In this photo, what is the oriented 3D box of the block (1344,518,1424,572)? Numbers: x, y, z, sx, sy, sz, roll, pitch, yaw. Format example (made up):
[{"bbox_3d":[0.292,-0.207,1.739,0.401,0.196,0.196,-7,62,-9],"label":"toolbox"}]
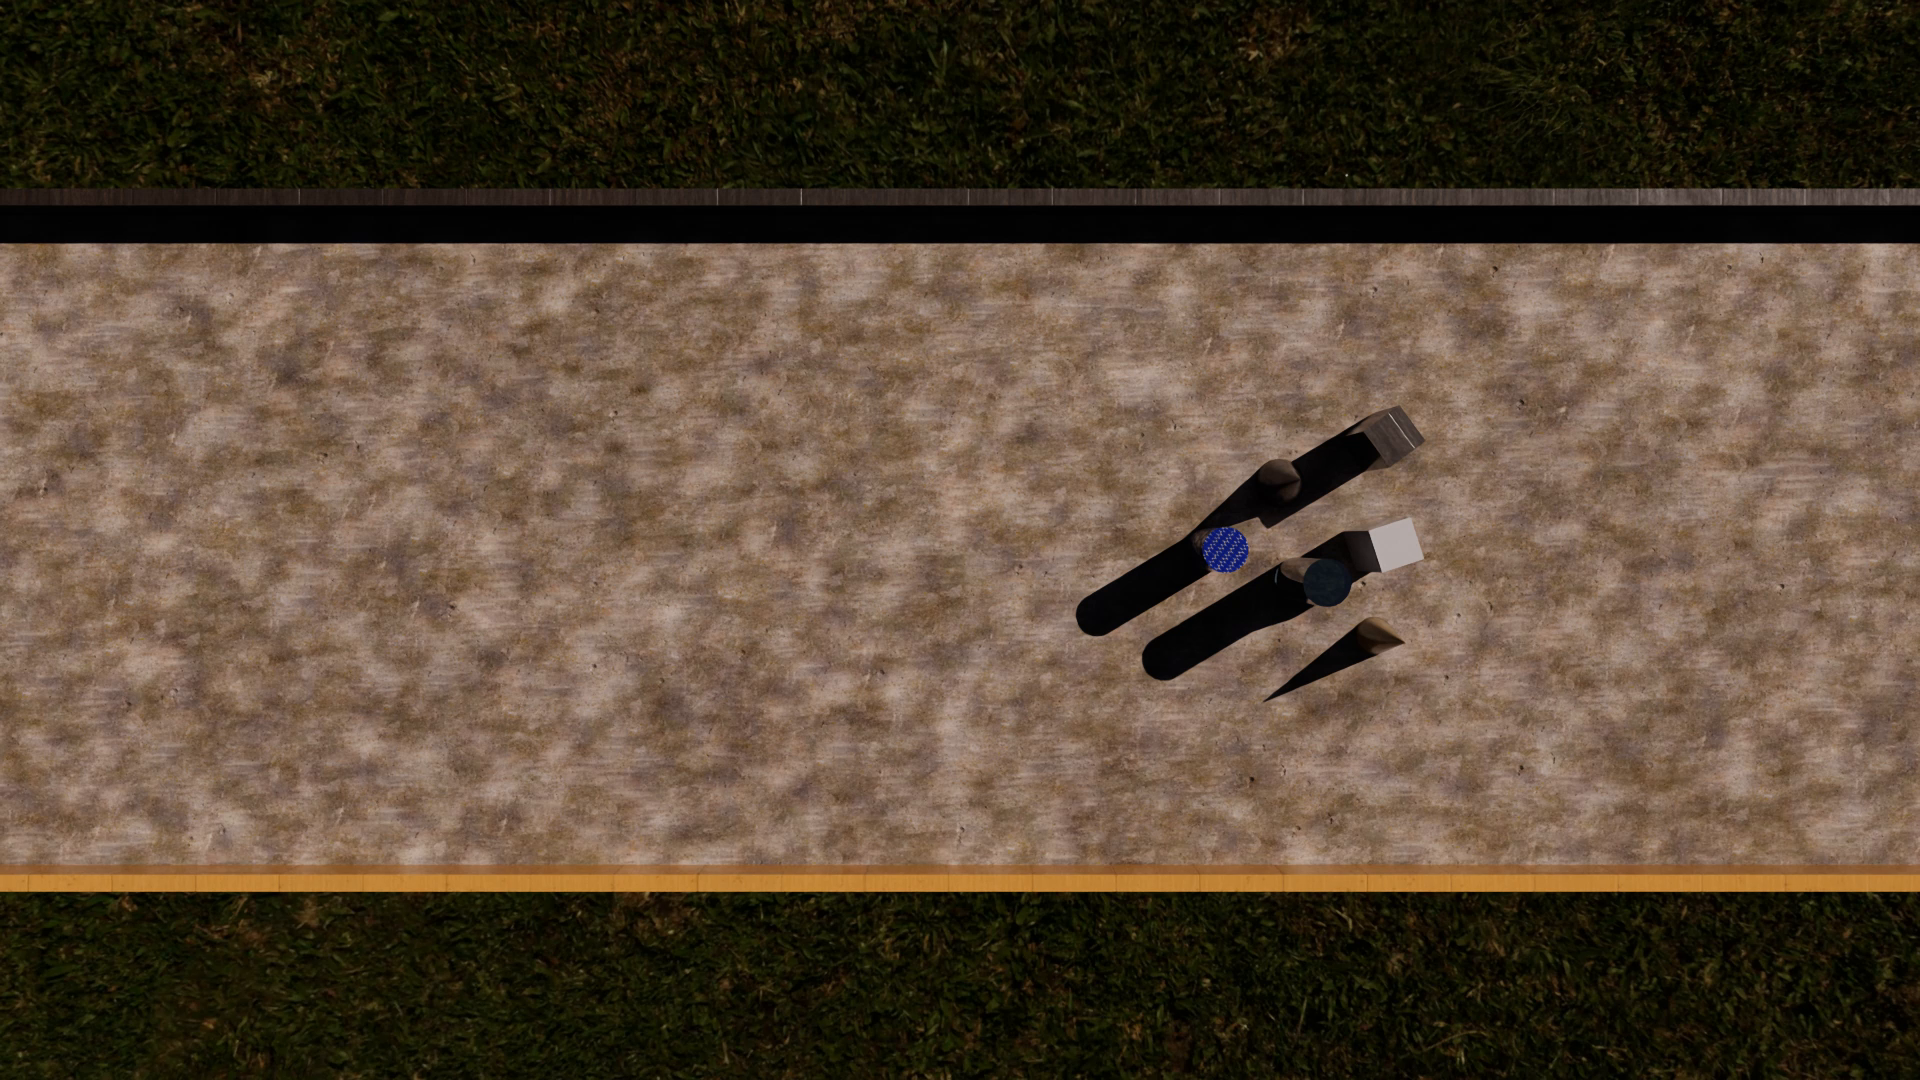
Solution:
[{"bbox_3d":[1.259,0.014,4.917,0.128,0.319,0.128,-18,90,0],"label":"block"}]

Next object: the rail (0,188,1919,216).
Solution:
[{"bbox_3d":[-2.247,-1.025,5.002,12.000,0.150,0.050,0,90,0],"label":"rail"}]

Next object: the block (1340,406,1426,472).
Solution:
[{"bbox_3d":[1.258,-0.300,4.924,0.129,0.305,0.129,-36,90,0],"label":"block"}]

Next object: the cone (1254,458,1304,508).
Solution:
[{"bbox_3d":[0.983,-0.174,4.916,0.151,0.321,0.151,0,90,0],"label":"cone"}]

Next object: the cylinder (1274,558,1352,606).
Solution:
[{"bbox_3d":[1.037,0.121,4.867,0.137,0.418,0.137,0,90,0],"label":"cylinder"}]

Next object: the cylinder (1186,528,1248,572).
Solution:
[{"bbox_3d":[0.762,0.029,4.903,0.131,0.348,0.131,0,90,0],"label":"cylinder"}]

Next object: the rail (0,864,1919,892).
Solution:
[{"bbox_3d":[-2.247,1.025,5.001,12.000,0.150,0.050,0,90,0],"label":"rail"}]

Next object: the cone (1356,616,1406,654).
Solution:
[{"bbox_3d":[1.275,0.295,4.897,0.117,0.360,0.117,0,90,0],"label":"cone"}]
